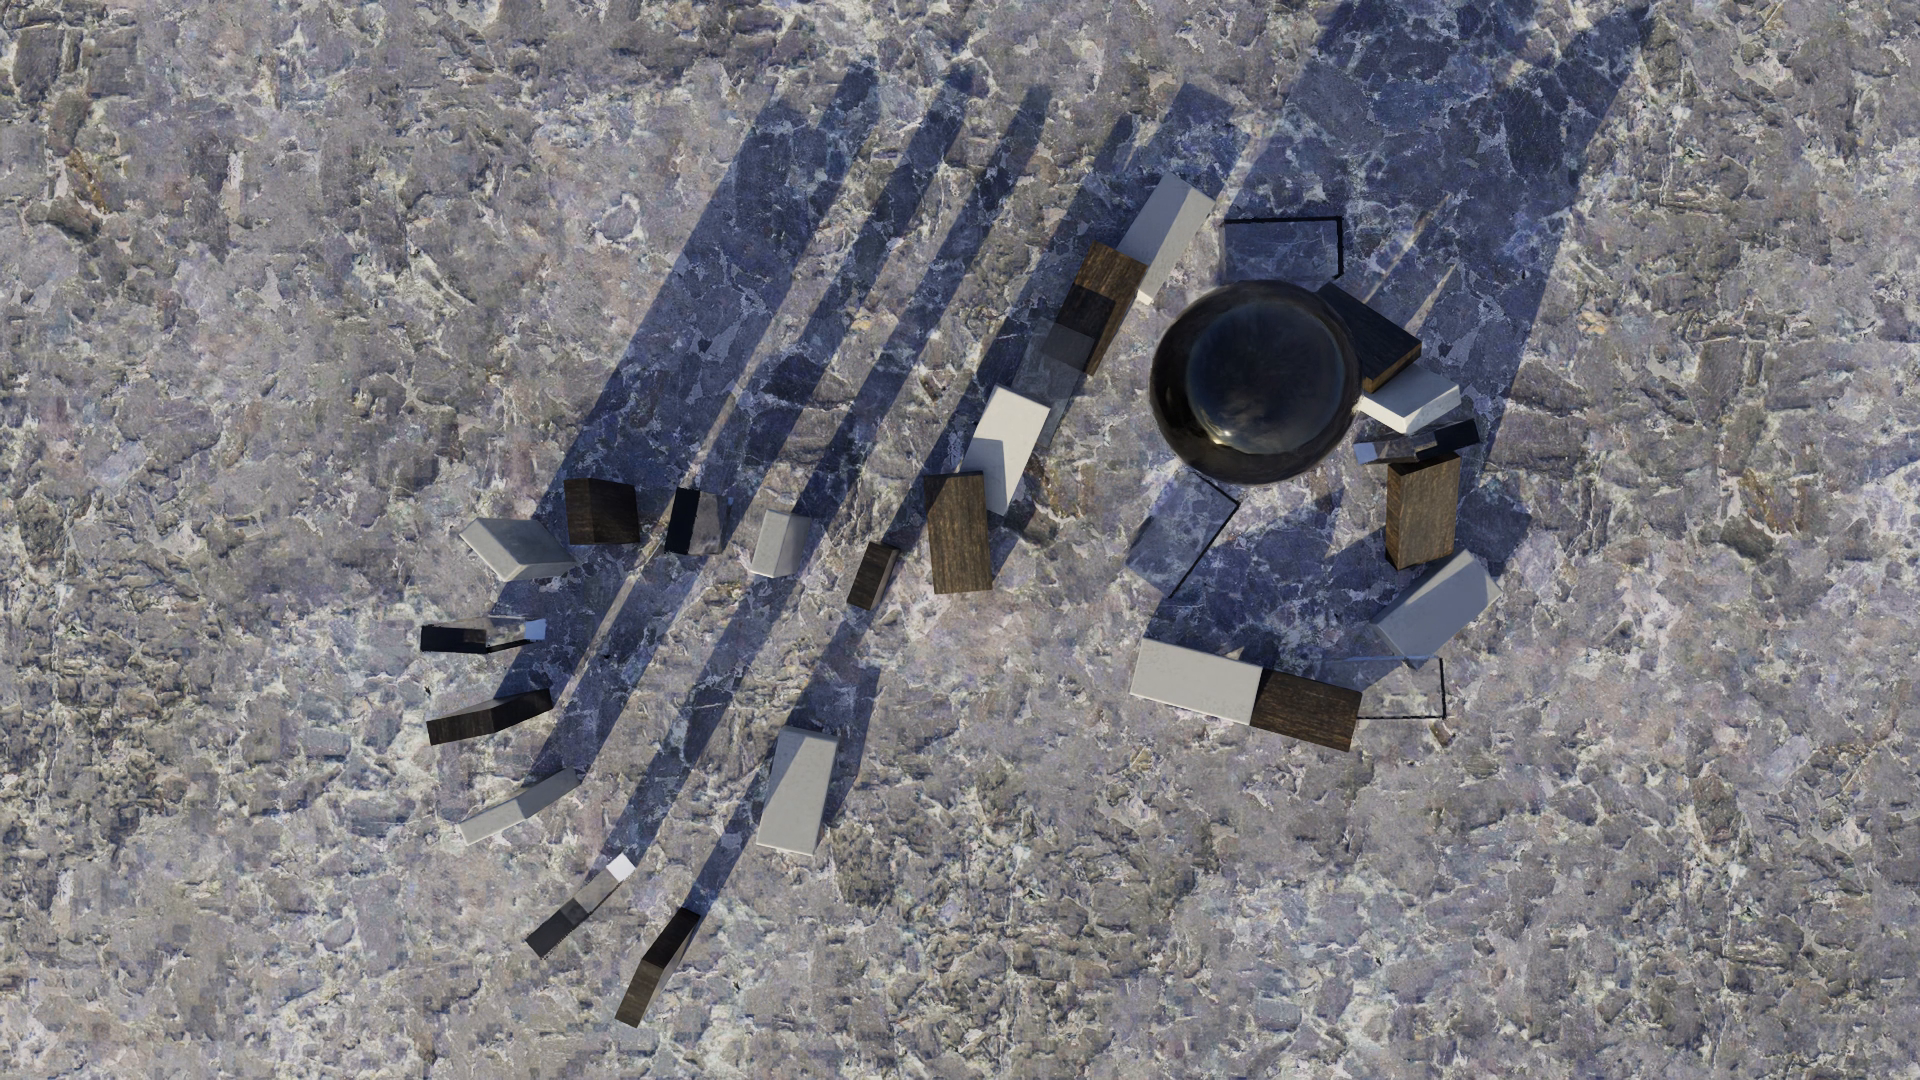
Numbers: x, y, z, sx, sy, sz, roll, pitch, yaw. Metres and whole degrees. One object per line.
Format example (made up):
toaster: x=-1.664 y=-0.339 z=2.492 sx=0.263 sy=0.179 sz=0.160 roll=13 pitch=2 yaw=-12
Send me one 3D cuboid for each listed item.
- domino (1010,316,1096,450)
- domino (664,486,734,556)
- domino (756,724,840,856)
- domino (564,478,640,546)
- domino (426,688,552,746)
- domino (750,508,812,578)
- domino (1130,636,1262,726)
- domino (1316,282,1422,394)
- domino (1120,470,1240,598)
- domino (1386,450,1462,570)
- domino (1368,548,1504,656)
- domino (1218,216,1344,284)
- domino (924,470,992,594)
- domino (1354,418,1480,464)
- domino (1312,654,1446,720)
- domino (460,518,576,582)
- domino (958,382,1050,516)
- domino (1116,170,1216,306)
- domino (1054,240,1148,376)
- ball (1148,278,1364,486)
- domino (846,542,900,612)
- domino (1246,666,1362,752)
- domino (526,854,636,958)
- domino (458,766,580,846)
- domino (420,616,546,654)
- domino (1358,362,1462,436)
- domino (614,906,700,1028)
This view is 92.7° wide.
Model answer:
domino: x=0.036 y=-0.066 z=0.389 sx=0.025 sy=0.010 sz=0.050 roll=23 pitch=105 yaw=0
domino: x=-0.106 y=-0.007 z=0.375 sx=0.009 sy=0.050 sz=0.025 roll=12 pitch=90 yaw=0
domino: x=-0.070 y=0.108 z=0.395 sx=0.025 sy=0.009 sz=0.050 roll=12 pitch=90 yaw=0
domino: x=-0.146 y=-0.011 z=0.375 sx=0.010 sy=0.050 sz=0.025 roll=-6 pitch=90 yaw=0
domino: x=-0.191 y=0.072 z=0.375 sx=0.025 sy=0.050 sz=0.010 roll=-11 pitch=90 yaw=0
domino: x=-0.072 y=0.001 z=0.375 sx=0.009 sy=0.050 sz=0.025 roll=15 pitch=90 yaw=0
domino: x=0.100 y=0.059 z=0.390 sx=0.050 sy=0.010 sz=0.025 roll=13 pitch=90 yaw=14
domino: x=0.163 y=-0.085 z=0.382 sx=0.025 sy=0.010 sz=0.050 roll=-38 pitch=55 yaw=0
domino: x=0.095 y=-0.003 z=0.395 sx=0.025 sy=0.010 sz=0.050 roll=37 pitch=90 yaw=0
domino: x=0.192 y=-0.012 z=0.382 sx=0.025 sy=0.009 sz=0.050 roll=-18 pitch=126 yaw=0
domino: x=0.205 y=0.029 z=0.395 sx=0.050 sy=0.009 sz=0.025 roll=-41 pitch=90 yaw=0
domino: x=0.138 y=-0.125 z=0.395 sx=0.050 sy=0.009 sz=0.025 roll=-2 pitch=90 yaw=0
domino: x=-0.001 y=-0.003 z=0.389 sx=0.025 sy=0.010 sz=0.050 roll=-5 pitch=105 yaw=1
domino: x=0.185 y=-0.040 z=0.375 sx=0.025 sy=0.050 sz=0.009 roll=-18 pitch=94 yaw=0
domino: x=0.177 y=0.063 z=0.389 sx=0.050 sy=0.010 sz=0.025 roll=-4 pitch=90 yaw=15
domino: x=-0.179 y=0.004 z=0.375 sx=0.010 sy=0.050 sz=0.025 roll=-44 pitch=90 yaw=0
domino: x=0.017 y=-0.038 z=0.388 sx=0.025 sy=0.010 sz=0.050 roll=23 pitch=107 yaw=0
domino: x=0.085 y=-0.130 z=0.395 sx=0.025 sy=0.009 sz=0.050 roll=33 pitch=90 yaw=0
domino: x=0.057 y=-0.098 z=0.390 sx=0.025 sy=0.010 sz=0.050 roll=26 pitch=104 yaw=0
ball: x=0.115 y=-0.061 z=0.360 sx=0.080 sy=0.080 sz=0.080 roll=0 pitch=90 yaw=0
domino: x=-0.035 y=0.014 z=0.375 sx=0.010 sy=0.050 sz=0.025 roll=21 pitch=90 yaw=0
domino: x=0.141 y=0.070 z=0.388 sx=0.050 sy=0.010 sz=0.025 roll=13 pitch=90 yaw=17
domino: x=-0.154 y=0.148 z=0.375 sx=0.025 sy=0.050 sz=0.009 roll=-41 pitch=90 yaw=0
domino: x=-0.179 y=0.108 z=0.375 sx=0.025 sy=0.050 sz=0.010 roll=-24 pitch=90 yaw=0
domino: x=-0.194 y=0.038 z=0.375 sx=0.025 sy=0.050 sz=0.010 roll=3 pitch=90 yaw=0
domino: x=0.176 y=-0.063 z=0.377 sx=0.025 sy=0.050 sz=0.010 roll=-31 pitch=125 yaw=0
domino: x=-0.123 y=0.173 z=0.375 sx=0.009 sy=0.050 sz=0.025 roll=25 pitch=90 yaw=0
